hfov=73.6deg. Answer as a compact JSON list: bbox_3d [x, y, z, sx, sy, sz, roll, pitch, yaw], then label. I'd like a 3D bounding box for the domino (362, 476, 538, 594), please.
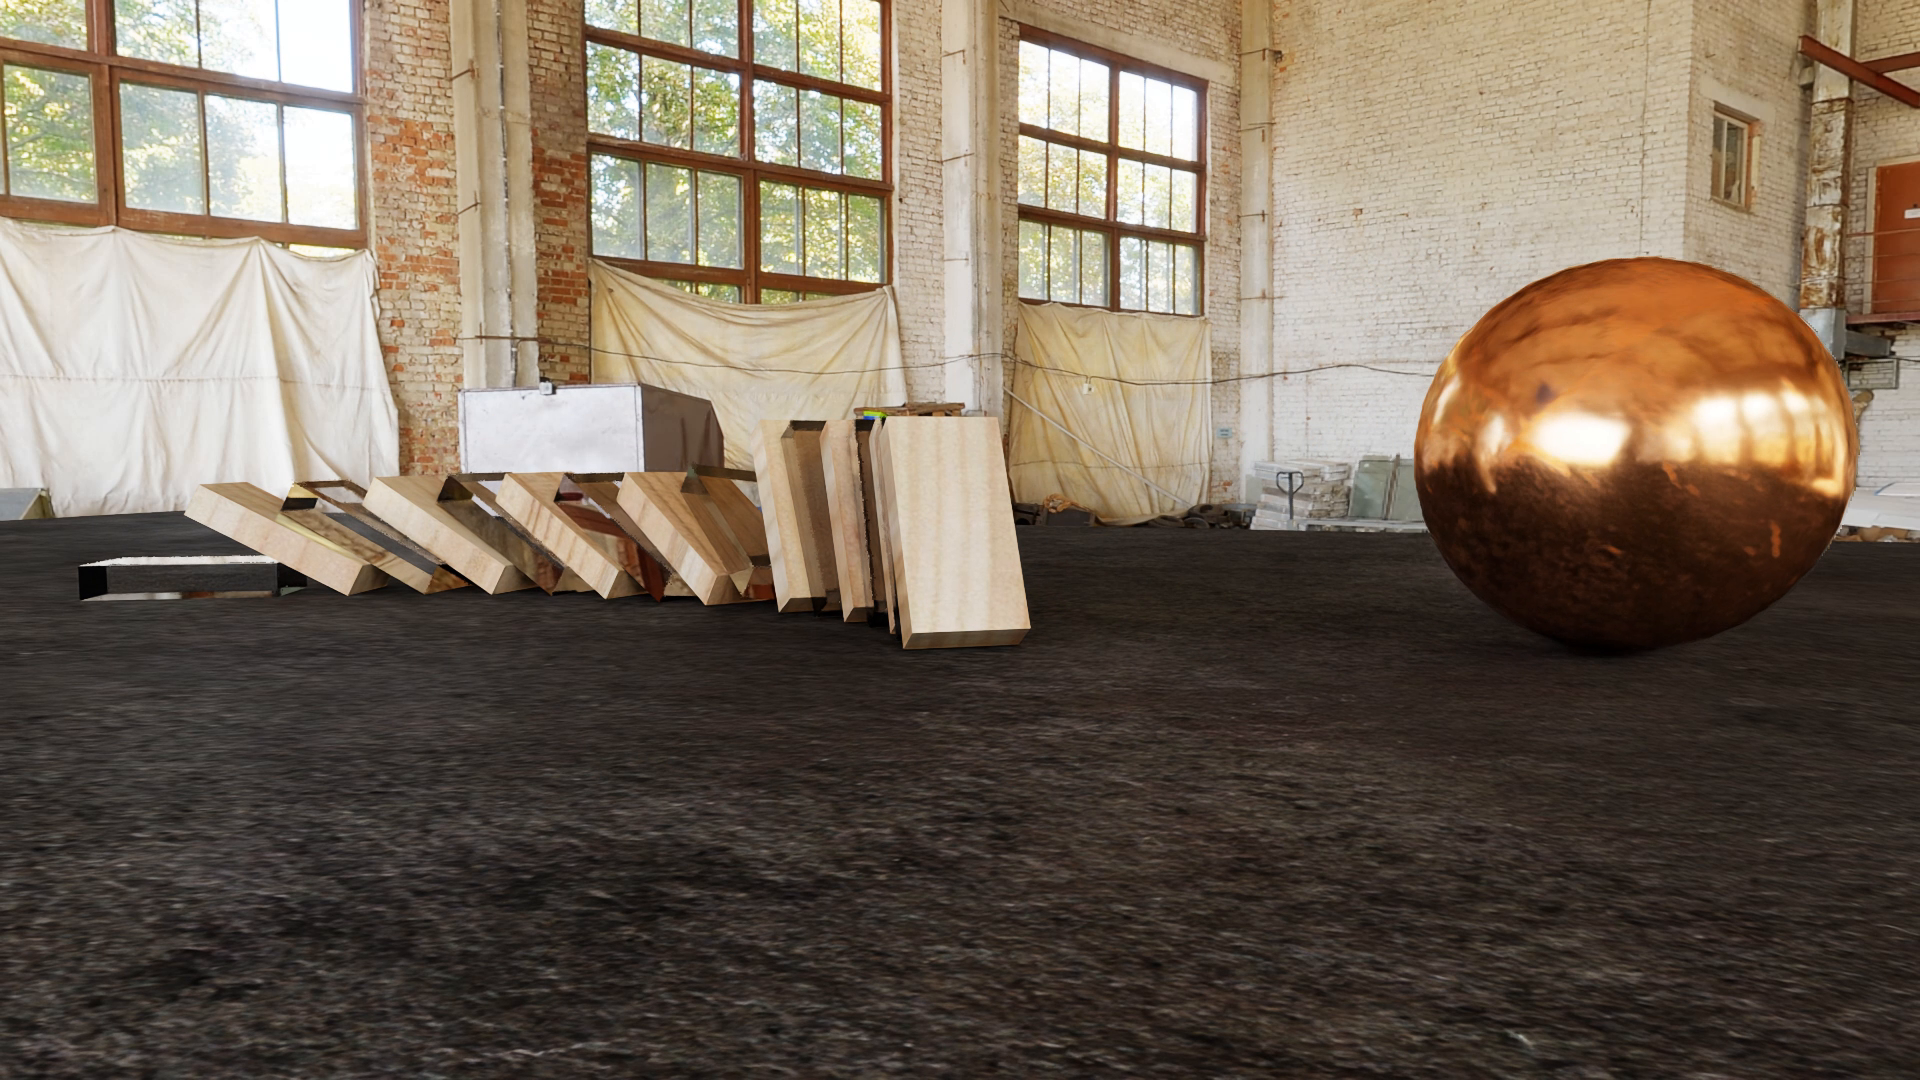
[{"bbox_3d":[-0.147,-0.002,0.379,0.050,0.010,0.025,32,12,12],"label":"domino"}]

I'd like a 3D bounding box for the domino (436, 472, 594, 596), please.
[{"bbox_3d":[-0.126,-0.003,0.377,0.050,0.009,0.025,35,17,19],"label":"domino"}]

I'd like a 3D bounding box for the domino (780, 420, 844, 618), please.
[{"bbox_3d":[-0.028,-0.006,0.325,0.025,0.050,0.010,-2,-24,-27],"label":"domino"}]

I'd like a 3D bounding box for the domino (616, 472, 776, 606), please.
[{"bbox_3d":[-0.071,-0.001,0.356,0.025,0.010,0.050,-3,37,-47],"label":"domino"}]

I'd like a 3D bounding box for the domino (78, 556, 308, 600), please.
[{"bbox_3d":[-0.217,0.011,0.365,0.050,0.009,0.025,-1,4,-10],"label":"domino"}]

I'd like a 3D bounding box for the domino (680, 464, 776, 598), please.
[{"bbox_3d":[-0.055,-0.002,0.350,0.025,0.009,0.050,6,31,-37],"label":"domino"}]

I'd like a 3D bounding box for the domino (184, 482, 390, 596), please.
[{"bbox_3d":[-0.192,-0.001,0.371,0.050,0.010,0.025,27,3,-3],"label":"domino"}]

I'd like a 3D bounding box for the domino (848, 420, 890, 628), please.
[{"bbox_3d":[-0.011,-0.005,0.306,0.025,0.050,0.009,-1,-24,-15],"label":"domino"}]

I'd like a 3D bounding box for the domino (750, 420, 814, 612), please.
[{"bbox_3d":[-0.037,-0.007,0.332,0.025,0.050,0.009,-1,-24,-27],"label":"domino"}]

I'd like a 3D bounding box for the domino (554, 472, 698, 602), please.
[{"bbox_3d":[-0.089,-0.002,0.364,0.050,0.009,0.025,38,23,26],"label":"domino"}]

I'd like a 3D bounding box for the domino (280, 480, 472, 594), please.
[{"bbox_3d":[-0.169,-0.002,0.377,0.050,0.010,0.025,28,8,6],"label":"domino"}]

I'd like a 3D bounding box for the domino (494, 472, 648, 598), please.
[{"bbox_3d":[-0.108,-0.002,0.371,0.050,0.010,0.025,36,20,22],"label":"domino"}]

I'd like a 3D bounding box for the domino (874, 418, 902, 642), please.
[{"bbox_3d":[-0.004,-0.003,0.286,0.025,0.050,0.010,-1,-24,-15],"label":"domino"}]

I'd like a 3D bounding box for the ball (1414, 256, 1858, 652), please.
[{"bbox_3d":[0.135,-0.017,0.263,0.080,0.080,0.080,0,4,0],"label":"ball"}]

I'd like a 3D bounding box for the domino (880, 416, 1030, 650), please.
[{"bbox_3d":[-0.002,-0.002,0.275,0.025,0.050,0.009,-1,-24,-15],"label":"domino"}]

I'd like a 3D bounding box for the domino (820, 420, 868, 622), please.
[{"bbox_3d":[-0.019,-0.005,0.316,0.025,0.050,0.010,-2,-24,-20],"label":"domino"}]

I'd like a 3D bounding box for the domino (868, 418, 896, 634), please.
[{"bbox_3d":[-0.006,-0.004,0.296,0.025,0.050,0.010,-1,-24,-15],"label":"domino"}]
